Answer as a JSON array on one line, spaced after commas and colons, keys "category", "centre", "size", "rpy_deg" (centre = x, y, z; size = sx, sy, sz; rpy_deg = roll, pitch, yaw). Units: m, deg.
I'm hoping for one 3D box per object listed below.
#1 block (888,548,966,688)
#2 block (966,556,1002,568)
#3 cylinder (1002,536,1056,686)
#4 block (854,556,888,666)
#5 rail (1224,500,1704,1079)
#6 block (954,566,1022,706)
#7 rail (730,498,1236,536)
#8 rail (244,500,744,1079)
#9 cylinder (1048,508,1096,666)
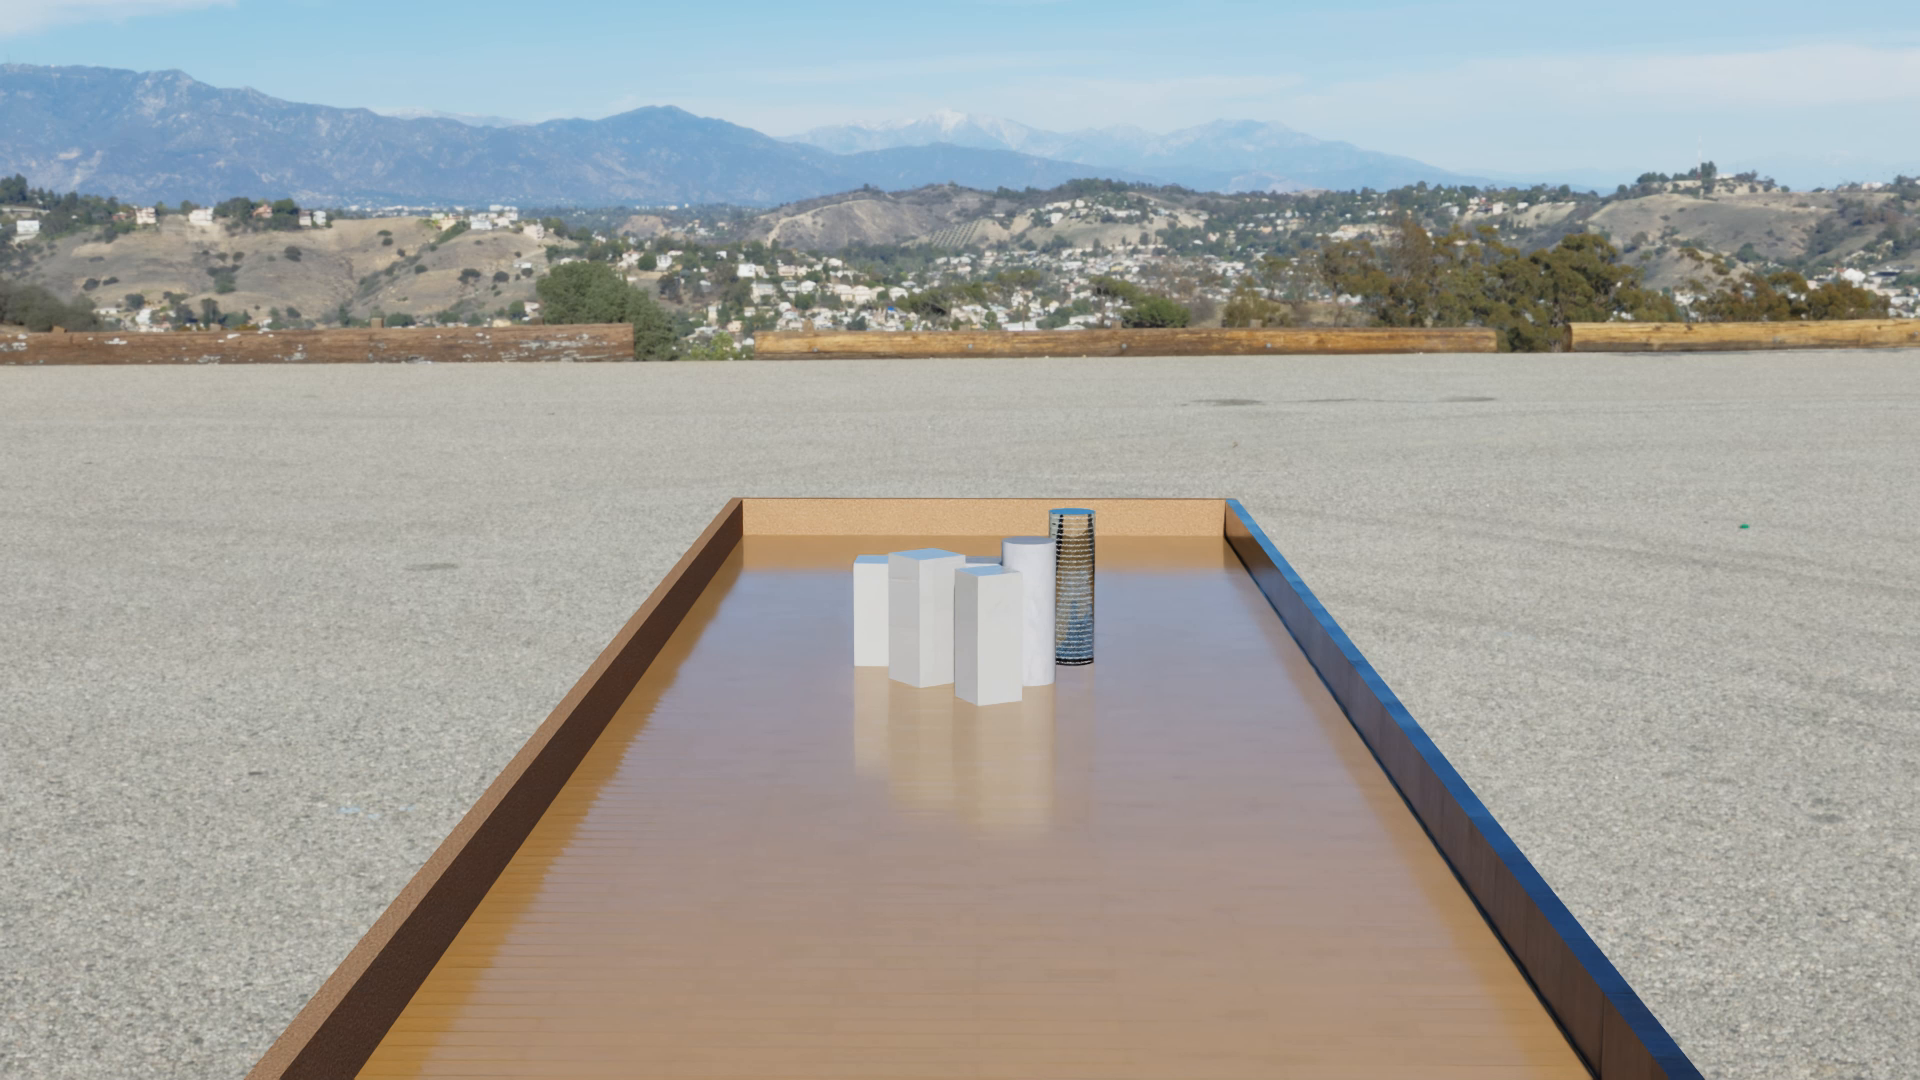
[{"category": "block", "centre": [-0.097, 0.224, 6.405], "size": [0.161, 0.372, 0.161], "rpy_deg": [-6, 11, -35]}, {"category": "block", "centre": [0.062, 0.213, 6.686], "size": [0.132, 0.308, 0.132], "rpy_deg": [0, 9, 2]}, {"category": "cylinder", "centre": [0.200, 0.205, 6.396], "size": [0.160, 0.413, 0.160], "rpy_deg": [0, 9, 0]}, {"category": "block", "centre": [-0.237, 0.213, 6.668], "size": [0.155, 0.312, 0.155], "rpy_deg": [0, 9, 3]}, {"category": "rail", "centre": [1.046, 0.843, 3.208], "size": [0.050, 0.150, 12.000], "rpy_deg": [0, 9, 1]}, {"category": "block", "centre": [0.080, 0.266, 6.167], "size": [0.140, 0.365, 0.140], "rpy_deg": [-5, 10, -27]}, {"category": "rail", "centre": [0.099, -0.098, 9.147], "size": [2.100, 0.150, 0.050], "rpy_deg": [0, 9, 1]}, {"category": "rail", "centre": [-1.004, 0.839, 3.234], "size": [0.050, 0.150, 12.000], "rpy_deg": [0, 9, 1]}, {"category": "cylinder", "centre": [0.337, 0.141, 6.654], "size": [0.141, 0.459, 0.141], "rpy_deg": [0, 9, 0]}]
